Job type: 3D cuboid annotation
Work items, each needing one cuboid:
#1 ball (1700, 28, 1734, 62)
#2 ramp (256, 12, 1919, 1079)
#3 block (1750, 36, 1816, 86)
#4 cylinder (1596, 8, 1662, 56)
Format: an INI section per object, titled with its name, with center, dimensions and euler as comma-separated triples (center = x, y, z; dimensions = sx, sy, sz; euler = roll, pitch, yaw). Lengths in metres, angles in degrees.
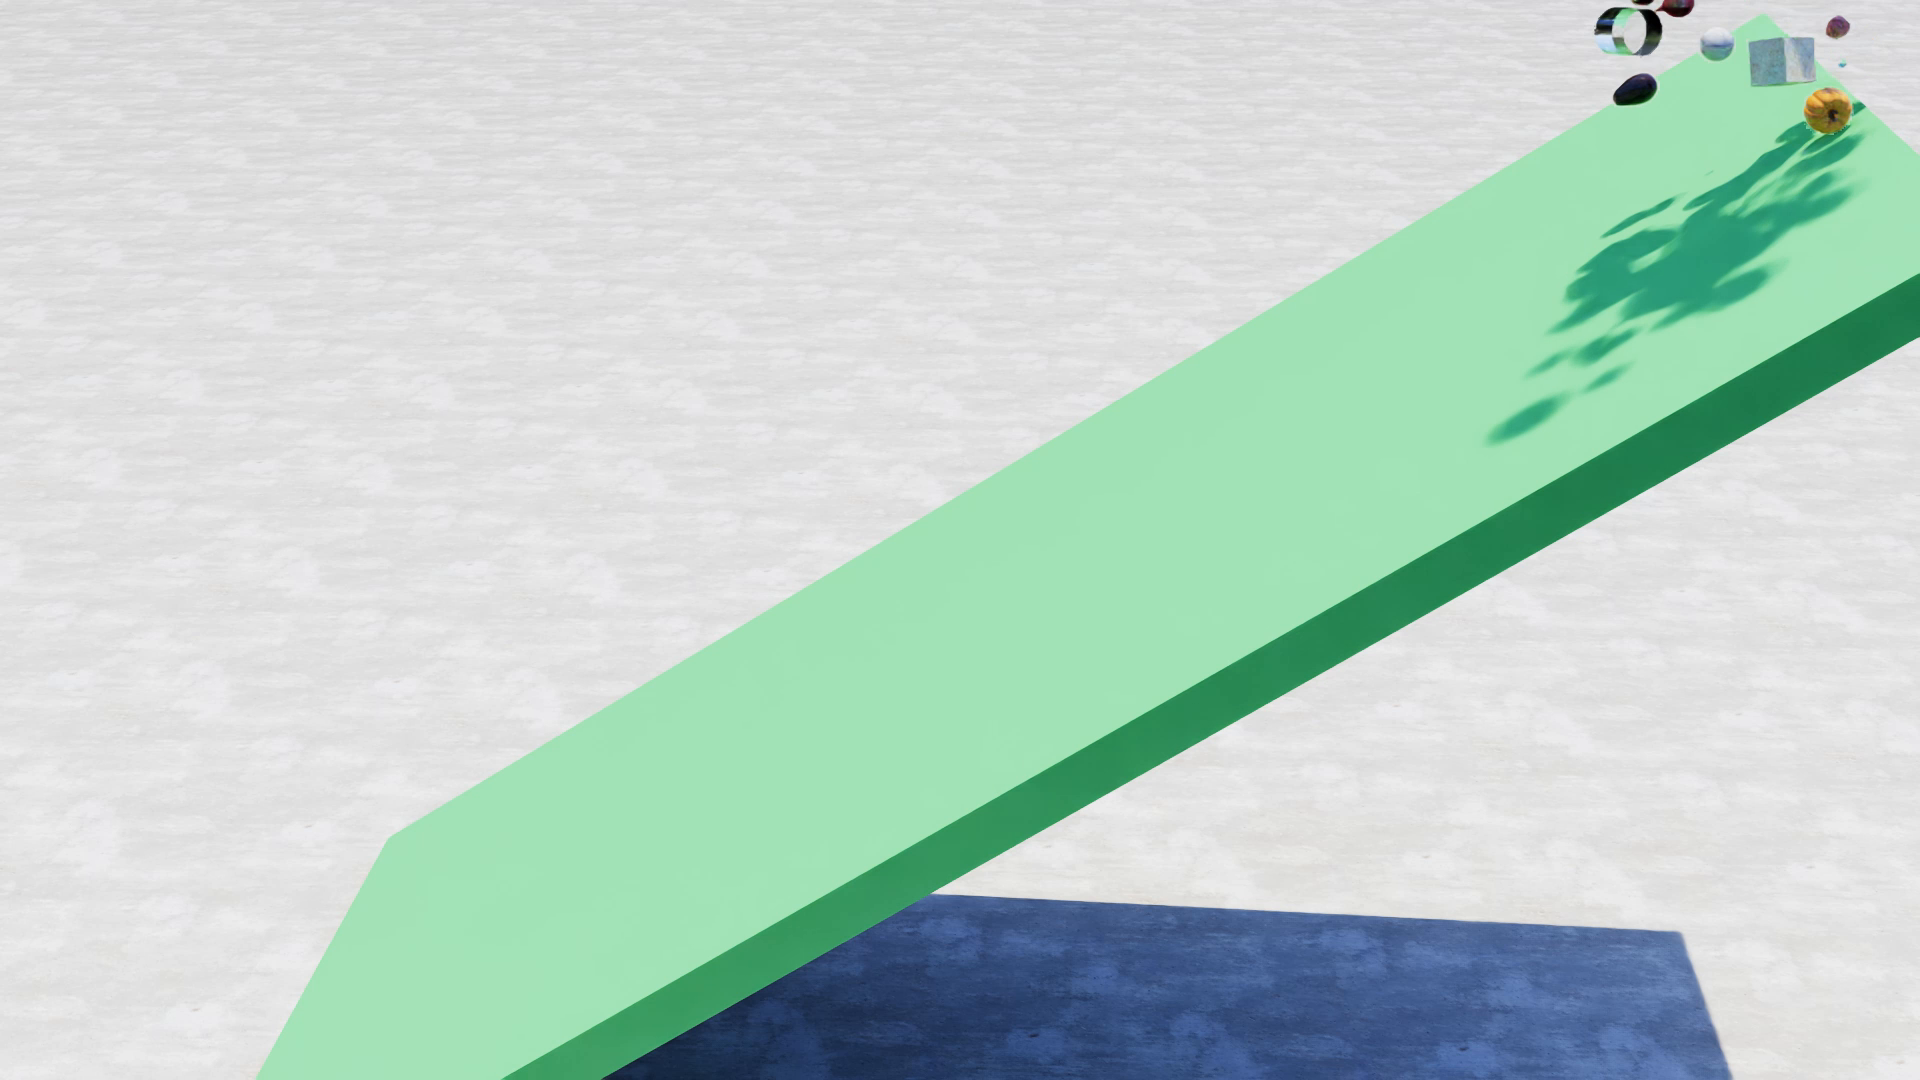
[ball]
center = 1.491, -0.976, 5.790
dimensions = 0.067, 0.067, 0.067
euler = 0, 20, 0
[ramp]
center = 0.139, 0.171, 6.296
dimensions = 4.000, 0.100, 2.000
euler = -31, 15, 14
[block]
center = 1.615, -0.939, 5.774
dimensions = 0.088, 0.088, 0.088
euler = -7, 5, -34
[cylinder]
center = 1.317, -1.001, 5.792
dimensions = 0.092, 0.092, 0.092
euler = -9, 15, -23
